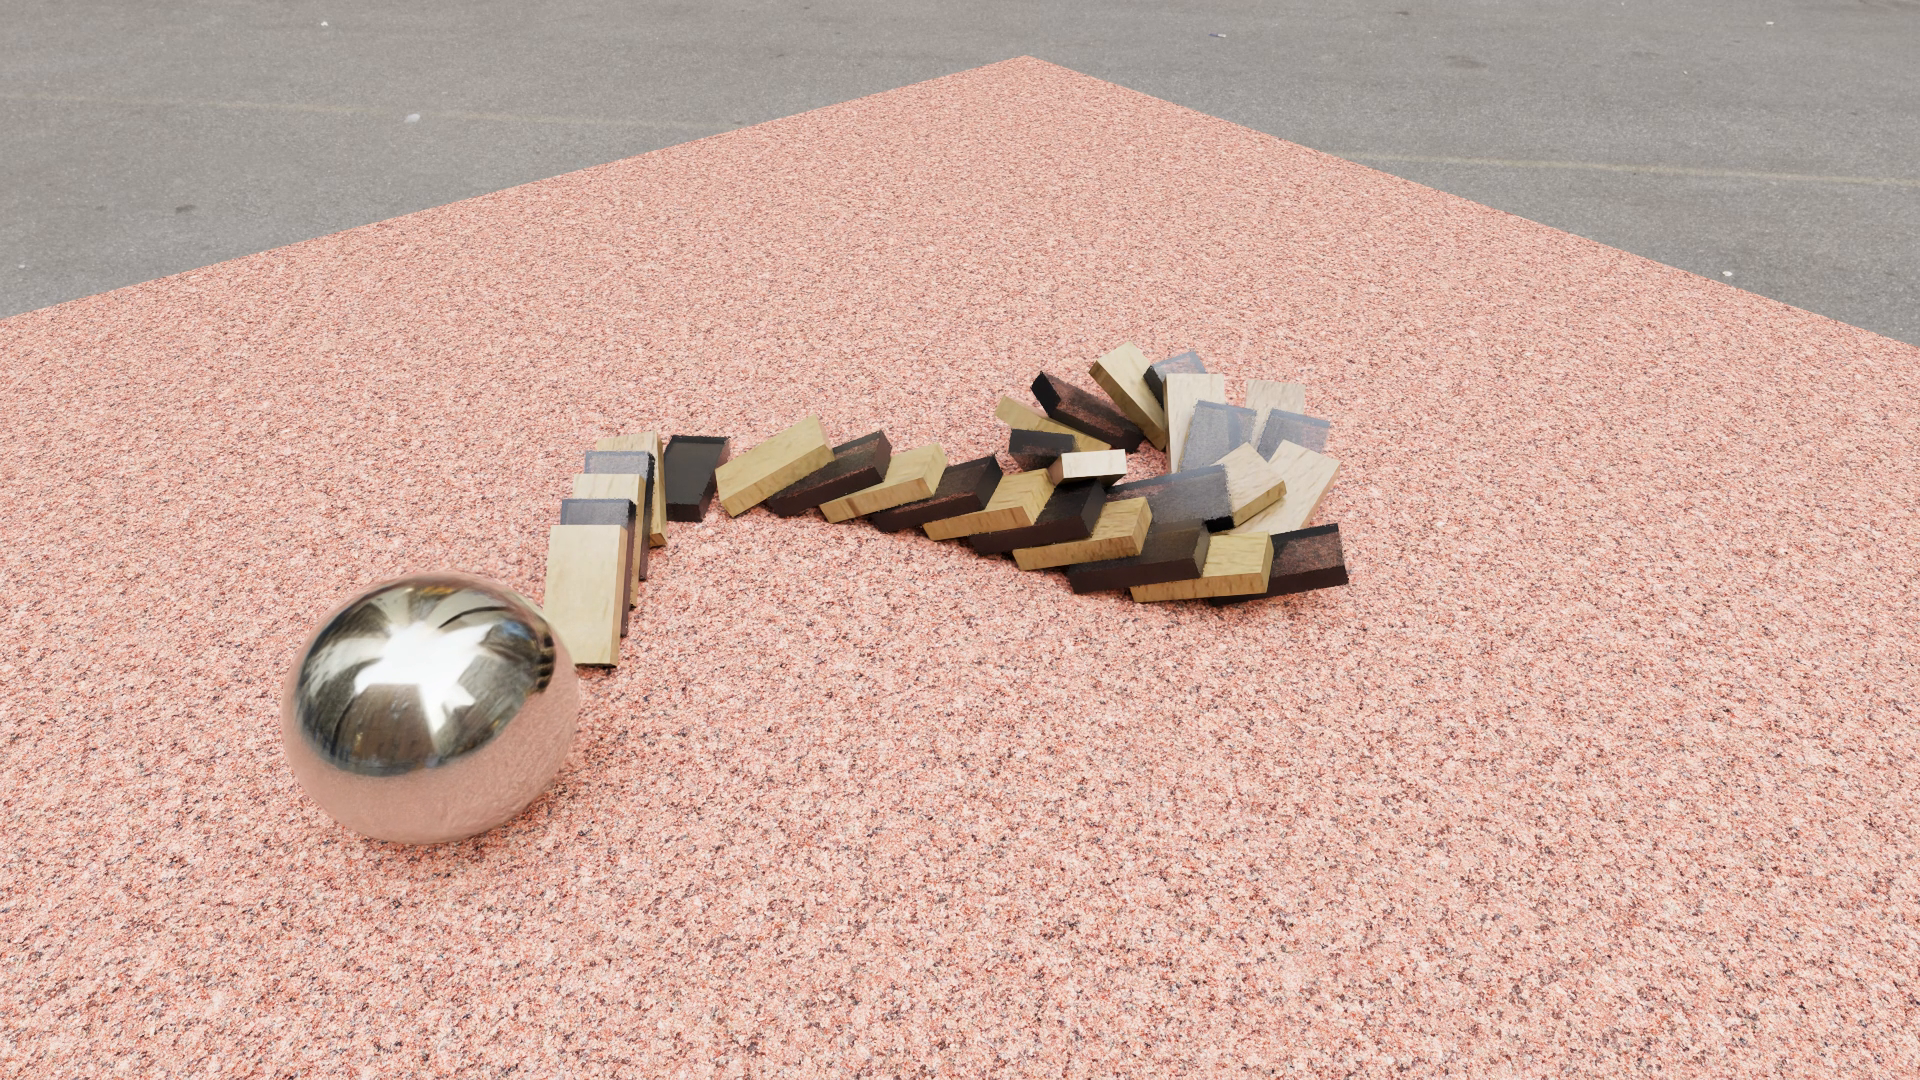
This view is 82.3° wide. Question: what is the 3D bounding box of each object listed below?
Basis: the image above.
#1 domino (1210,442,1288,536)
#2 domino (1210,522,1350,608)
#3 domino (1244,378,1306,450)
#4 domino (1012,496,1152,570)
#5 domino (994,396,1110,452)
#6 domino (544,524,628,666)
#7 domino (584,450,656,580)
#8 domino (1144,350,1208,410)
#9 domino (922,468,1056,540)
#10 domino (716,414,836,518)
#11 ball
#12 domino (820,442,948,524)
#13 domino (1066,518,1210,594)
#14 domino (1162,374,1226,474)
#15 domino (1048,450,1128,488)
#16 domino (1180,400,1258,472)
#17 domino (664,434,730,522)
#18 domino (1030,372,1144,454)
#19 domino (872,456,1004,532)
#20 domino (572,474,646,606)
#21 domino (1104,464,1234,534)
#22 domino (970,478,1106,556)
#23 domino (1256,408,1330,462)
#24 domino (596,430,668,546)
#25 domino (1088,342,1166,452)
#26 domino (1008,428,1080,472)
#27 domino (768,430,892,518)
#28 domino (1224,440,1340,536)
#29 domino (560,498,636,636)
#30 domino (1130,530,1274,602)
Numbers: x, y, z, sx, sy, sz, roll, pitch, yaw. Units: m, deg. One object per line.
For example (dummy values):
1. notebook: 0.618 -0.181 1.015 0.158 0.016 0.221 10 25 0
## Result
1. domino: 0.103 -0.015 0.443 0.050 0.009 0.025 -34 51 2
2. domino: 0.120 0.010 0.418 0.050 0.010 0.025 -12 35 20
3. domino: 0.137 -0.047 0.485 0.025 0.010 0.050 8 64 10
4. domino: 0.048 -0.002 0.431 0.050 0.010 0.025 -9 33 29
5. domino: 0.041 -0.048 0.479 0.050 0.009 0.025 14 19 -46
6. domino: -0.136 0.020 0.397 0.025 0.009 0.050 0 77 0
7. domino: -0.136 -0.010 0.433 0.025 0.009 0.050 0 76 0
8. domino: 0.107 -0.060 0.498 0.025 0.010 0.050 -21 73 -23
9. domino: 0.011 -0.014 0.442 0.050 0.010 0.025 -9 33 37
10. domino: -0.079 -0.032 0.466 0.050 0.009 0.025 -29 40 4
11. ball: -0.155 0.049 0.328 0.080 0.080 0.080 0 39 0
12. domino: -0.032 -0.024 0.455 0.050 0.009 0.025 -14 33 26
13. domino: 0.068 0.006 0.420 0.050 0.010 0.025 -9 33 28
14. domino: 0.103 -0.048 0.481 0.025 0.009 0.050 1 72 0
15. domino: 0.049 -0.026 0.448 0.025 0.050 0.009 -4 82 -7
16. domino: 0.107 -0.033 0.464 0.025 0.010 0.050 12 72 15
17. domino: -0.118 -0.027 0.477 0.025 0.009 0.050 3 39 3
18. domino: 0.057 -0.057 0.493 0.050 0.010 0.025 19 29 -32
19. domino: -0.009 -0.019 0.448 0.050 0.009 0.025 -12 31 31
20. domino: -0.136 0.000 0.421 0.025 0.010 0.050 0 77 0
21. domino: 0.082 -0.013 0.439 0.050 0.010 0.025 -11 55 19
22. domino: 0.031 -0.009 0.434 0.050 0.010 0.025 -12 32 33
23. domino: 0.137 -0.030 0.465 0.025 0.010 0.050 17 67 19
24. domino: -0.135 -0.020 0.452 0.025 0.010 0.050 -10 61 -2
25. domino: 0.085 -0.067 0.508 0.025 0.009 0.050 -33 77 -34
26. domino: 0.037 -0.035 0.460 0.025 0.050 0.009 7 85 12
27. domino: -0.054 -0.028 0.460 0.050 0.010 0.025 -18 35 20
28. domino: 0.131 -0.015 0.446 0.025 0.010 0.050 28 71 27
29. domino: -0.136 0.010 0.409 0.025 0.009 0.050 0 77 0
30. domino: 0.091 0.010 0.417 0.050 0.009 0.025 -6 34 28
